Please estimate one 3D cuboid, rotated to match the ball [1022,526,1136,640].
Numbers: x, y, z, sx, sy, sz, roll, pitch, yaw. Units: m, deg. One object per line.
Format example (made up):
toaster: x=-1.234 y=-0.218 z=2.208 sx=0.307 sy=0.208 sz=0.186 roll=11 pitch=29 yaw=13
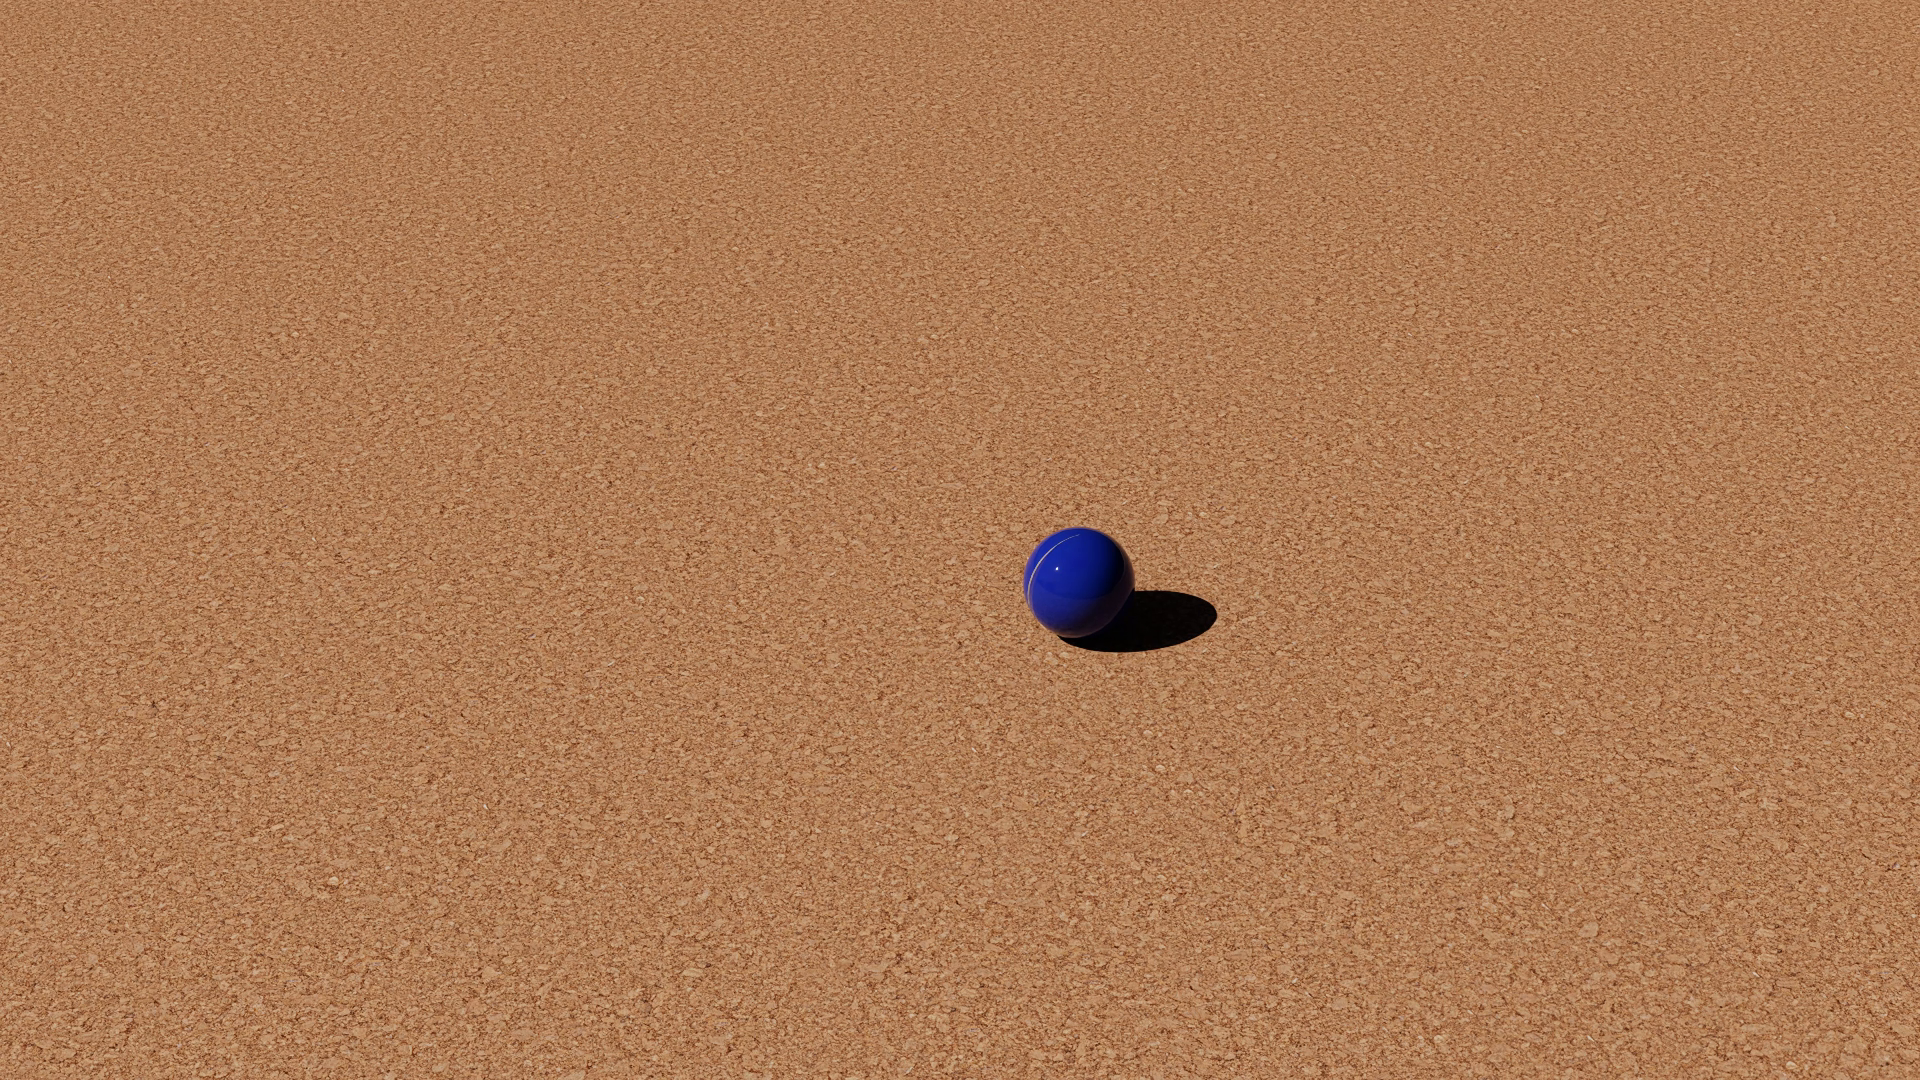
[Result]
ball: x=0.068 y=0.024 z=1.676 sx=0.064 sy=0.064 sz=0.064 roll=0 pitch=31 yaw=0
